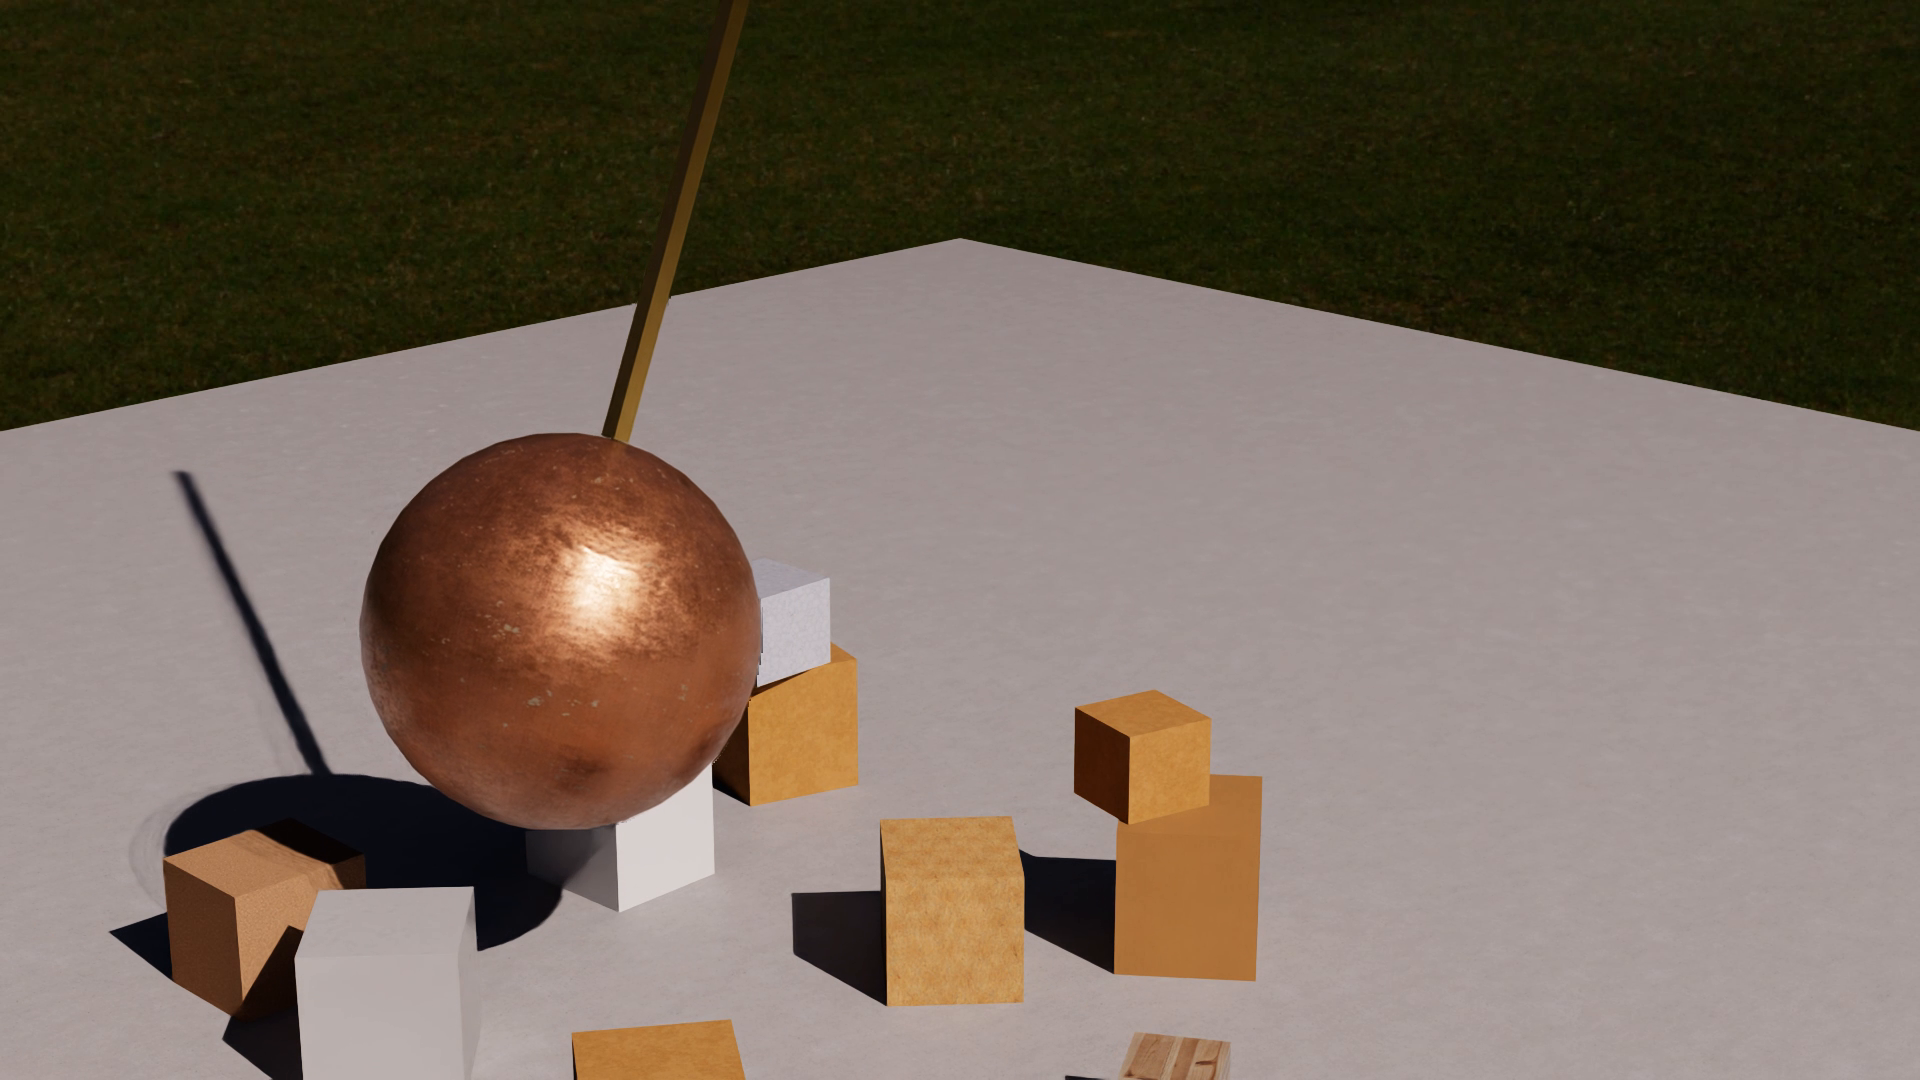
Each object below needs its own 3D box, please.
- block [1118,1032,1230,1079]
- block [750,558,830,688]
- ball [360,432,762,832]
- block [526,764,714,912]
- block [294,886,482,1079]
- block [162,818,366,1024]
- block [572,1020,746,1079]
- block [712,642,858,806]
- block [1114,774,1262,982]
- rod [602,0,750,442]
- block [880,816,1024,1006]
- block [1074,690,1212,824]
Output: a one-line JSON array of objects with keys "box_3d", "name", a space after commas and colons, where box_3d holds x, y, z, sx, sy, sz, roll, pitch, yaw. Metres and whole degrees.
[{"box_3d": [0.807, 2.112, 11.056, 0.370, 0.341, 0.372, 4, 18, 12], "name": "block"}, {"box_3d": [-0.963, 0.393, 14.171, 0.460, 0.432, 0.488, 16, 23, 41], "name": "block"}, {"box_3d": [-1.598, 0.366, 11.782, 1.600, 1.600, 1.600, 0, 17, 0], "name": "ball"}, {"box_3d": [-1.558, 1.222, 13.374, 0.638, 0.649, 0.578, 15, 23, 40], "name": "block"}, {"box_3d": [-2.249, 1.794, 11.594, 0.617, 0.625, 0.627, -1, 17, -3], "name": "block"}, {"box_3d": [-2.911, 1.591, 12.339, 0.555, 0.565, 0.623, 17, 24, 42], "name": "block"}, {"box_3d": [-1.077, 2.144, 10.567, 0.584, 0.574, 0.590, -3, 18, -10], "name": "block"}, {"box_3d": [-0.919, 0.850, 14.540, 0.586, 0.660, 0.666, -9, 20, -27], "name": "block"}, {"box_3d": [0.991, 1.442, 12.662, 0.599, 0.656, 0.686, 2, 18, 6], "name": "block"}, {"box_3d": [-0.692, -2.910, 11.701, 0.080, 5.200, 0.080, 17, 2, 42], "name": "rod"}, {"box_3d": [-0.040, 1.565, 12.414, 0.568, 0.571, 0.640, -1, 17, -4], "name": "block"}, {"box_3d": [0.779, 0.925, 12.555, 0.419, 0.395, 0.414, -10, 20, -30], "name": "block"}]
